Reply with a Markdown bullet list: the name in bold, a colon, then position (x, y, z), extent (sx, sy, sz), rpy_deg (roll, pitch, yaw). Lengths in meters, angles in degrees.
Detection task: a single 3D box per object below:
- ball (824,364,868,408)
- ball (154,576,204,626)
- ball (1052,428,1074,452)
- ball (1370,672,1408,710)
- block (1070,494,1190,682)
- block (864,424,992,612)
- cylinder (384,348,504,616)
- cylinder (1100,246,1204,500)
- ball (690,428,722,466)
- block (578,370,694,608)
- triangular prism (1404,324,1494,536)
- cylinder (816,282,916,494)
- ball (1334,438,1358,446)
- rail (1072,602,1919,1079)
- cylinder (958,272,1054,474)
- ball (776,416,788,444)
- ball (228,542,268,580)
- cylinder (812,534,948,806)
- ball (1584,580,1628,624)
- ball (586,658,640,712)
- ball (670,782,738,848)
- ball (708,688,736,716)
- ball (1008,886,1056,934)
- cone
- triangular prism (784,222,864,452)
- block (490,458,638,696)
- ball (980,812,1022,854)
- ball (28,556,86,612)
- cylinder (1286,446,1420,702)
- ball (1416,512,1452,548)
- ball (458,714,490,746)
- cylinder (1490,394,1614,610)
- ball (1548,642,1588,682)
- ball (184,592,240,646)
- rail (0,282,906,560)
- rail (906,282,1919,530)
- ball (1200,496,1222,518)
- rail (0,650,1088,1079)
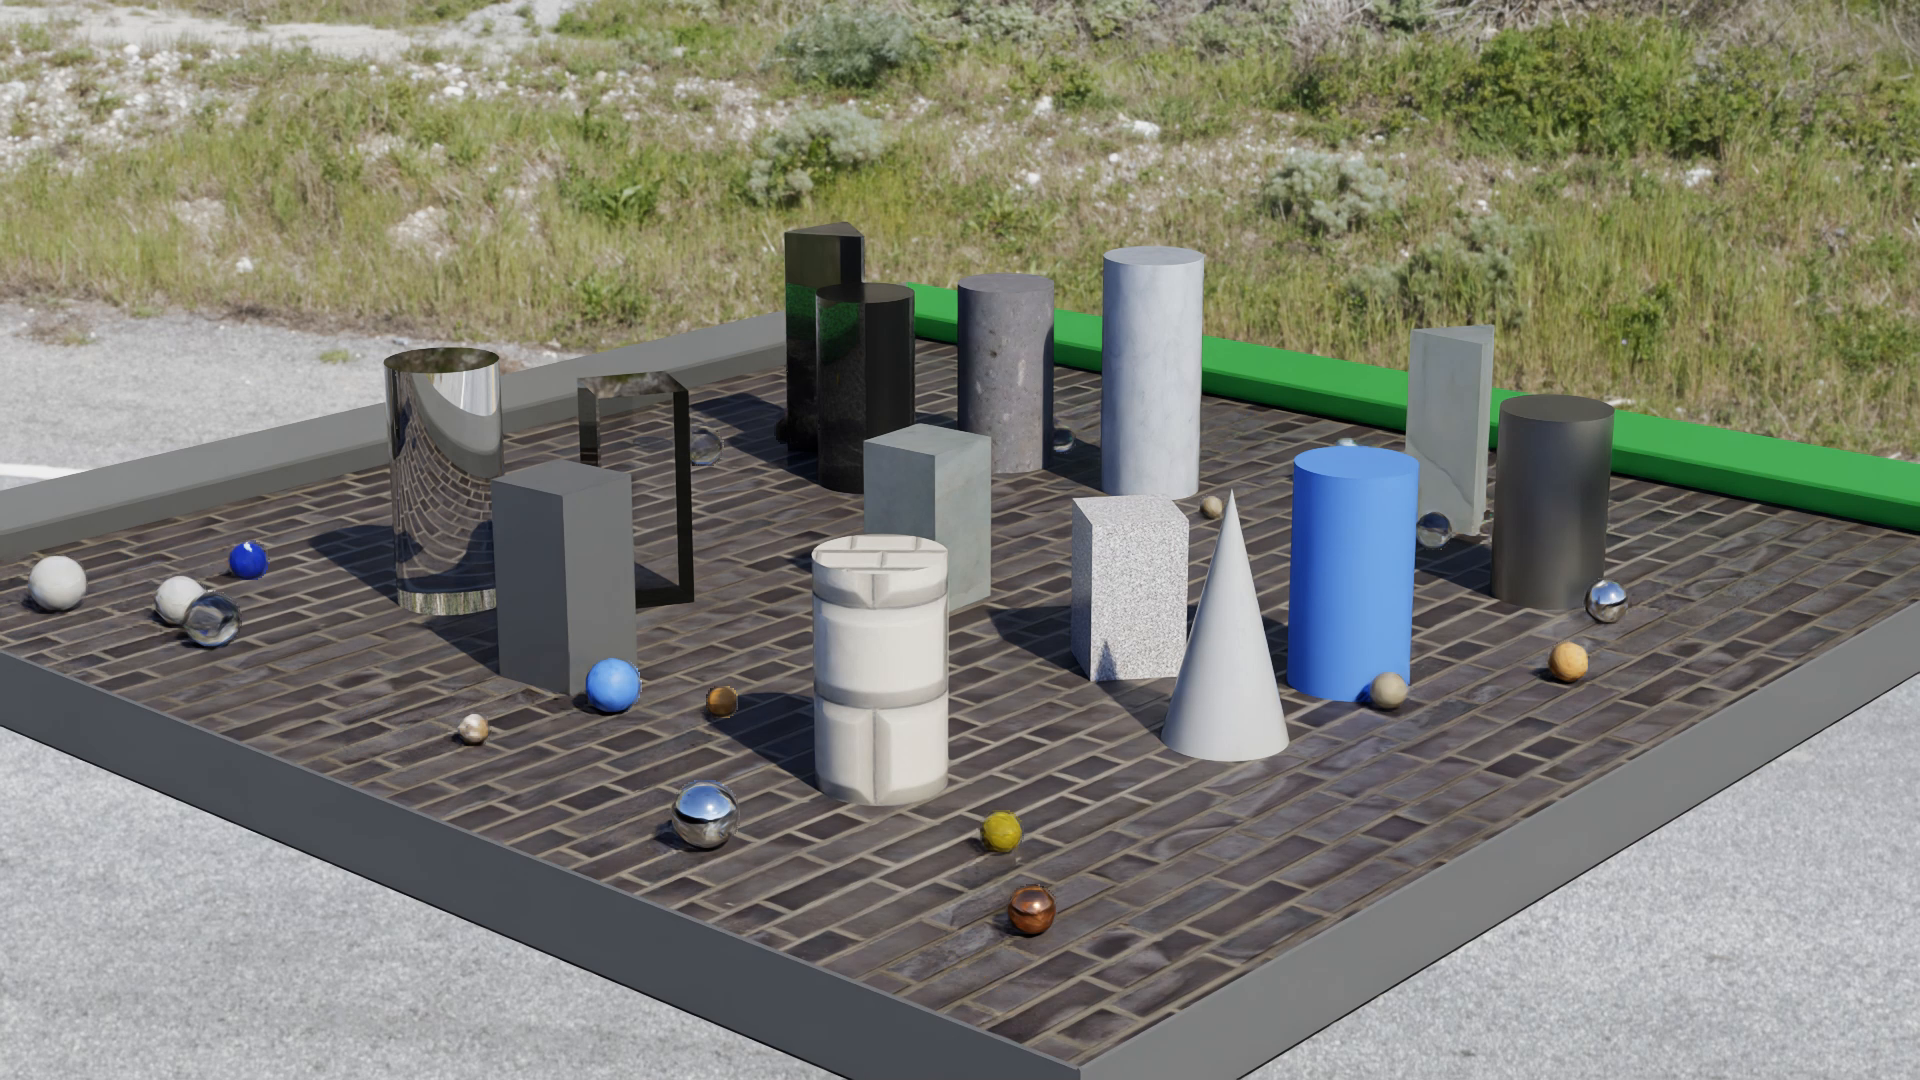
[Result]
- **ball**: position (-0.248, -0.337, 6.397), extent (0.098, 0.098, 0.098), rpy_deg (0, 17, 0)
- **ball**: position (-1.320, 0.103, 4.964), extent (0.084, 0.084, 0.084), rpy_deg (0, 17, 0)
- **ball**: position (0.208, -0.205, 6.024), extent (0.051, 0.051, 0.051), rpy_deg (0, 17, 0)
- **ball**: position (0.668, 0.234, 4.569), extent (0.059, 0.059, 0.059), rpy_deg (0, 17, 0)
- **block**: position (0.273, 0.076, 4.746), extent (0.156, 0.261, 0.156), rpy_deg (-3, 17, -9)
- **block**: position (-0.056, -0.036, 5.073), extent (0.156, 0.286, 0.156), rpy_deg (13, 21, 36)
- **cylinder**: position (-0.883, -0.103, 5.053), extent (0.195, 0.425, 0.195), rpy_deg (0, 17, 0)
- **cylinder**: position (0.374, -0.326, 5.724), extent (0.195, 0.465, 0.195), rpy_deg (0, 17, 0)
- **ball**: position (-0.521, -0.189, 5.942), extent (0.076, 0.076, 0.076), rpy_deg (0, 17, 0)
- **block**: position (-0.562, -0.086, 5.080), extent (0.156, 0.378, 0.156), rpy_deg (-6, 18, -20)
- **triangular prism**: position (0.953, -0.215, 5.526), extent (0.169, 0.367, 0.146), rpy_deg (16, 23, 42)
- **cylinder**: position (-0.185, -0.301, 5.784), extent (0.195, 0.382, 0.195), rpy_deg (0, 17, 0)
- **ball**: position (0.780, -0.176, 5.925), extent (0.061, 0.061, 0.061), rpy_deg (0, 17, 0)
- **rail**: position (1.074, 0.301, 4.227), extent (0.045, 0.127, 2.939), rpy_deg (14, 22, 39)
- **cylinder**: position (0.092, -0.339, 5.933), extent (0.195, 0.370, 0.195), rpy_deg (0, 17, 0)
- **ball**: position (-0.354, -0.229, 6.103), extent (0.057, 0.057, 0.057), rpy_deg (0, 17, 0)
- **ball**: position (-1.266, 0.037, 5.212), extent (0.066, 0.066, 0.066), rpy_deg (0, 17, 0)
- **cylinder**: position (-0.114, 0.185, 4.232), extent (0.195, 0.348, 0.195), rpy_deg (0, 17, 0)
- **ball**: position (1.097, 0.105, 4.974), extent (0.073, 0.073, 0.073), rpy_deg (0, 17, 0)
- **ball**: position (-0.540, 0.226, 4.554), extent (0.084, 0.084, 0.084), rpy_deg (0, 17, 0)
- **ball**: position (-0.352, 0.378, 4.034), extent (0.092, 0.092, 0.092), rpy_deg (0, 17, 0)
- **ball**: position (-0.368, 0.251, 4.538), extent (0.045, 0.045, 0.045), rpy_deg (0, 17, 0)
- **ball**: position (0.092, 0.476, 3.765), extent (0.061, 0.061, 0.061), rpy_deg (0, 17, 0)
- **cone**: position (0.402, 0.112, 4.394), extent (0.195, 0.394, 0.195), rpy_deg (0, 17, 0)
- **triangular prism**: position (-0.256, -0.418, 6.046), extent (0.169, 0.456, 0.146), rpy_deg (5, 17, 15)
- **block**: position (-0.632, 0.057, 4.688), extent (0.156, 0.329, 0.156), rpy_deg (12, 21, 35)
- **ball**: position (0.056, 0.401, 4.021), extent (0.057, 0.057, 0.057), rpy_deg (0, 17, 0)
- **ball**: position (-1.550, 0.074, 5.036), extent (0.096, 0.096, 0.096), rpy_deg (0, 17, 0)
- **cylinder**: position (0.621, 0.052, 4.647), extent (0.195, 0.363, 0.195), rpy_deg (0, 17, 0)
- **ball**: position (0.870, -0.018, 5.390), extent (0.068, 0.068, 0.068), rpy_deg (0, 17, 0)
- **ball**: position (-0.733, 0.286, 4.420), extent (0.046, 0.046, 0.046), rpy_deg (0, 17, 0)
- **cylinder**: position (1.027, -0.067, 5.093), extent (0.195, 0.334, 0.195), rpy_deg (0, 17, 0)
- **ball**: position (0.974, 0.195, 4.692), extent (0.063, 0.063, 0.063), rpy_deg (0, 17, 0)
- **ball**: position (-1.239, 0.132, 4.855), extent (0.090, 0.090, 0.090), rpy_deg (0, 17, 0)
- **rail**: position (-1.074, -0.238, 6.013), extent (0.045, 0.127, 2.939), rpy_deg (14, 22, 39)
- **rail**: position (0.948, -0.283, 6.165), extent (2.893, 0.127, 0.045), rpy_deg (14, 22, 39)
- **ball**: position (0.479, -0.062, 5.579), extent (0.043, 0.043, 0.043), rpy_deg (0, 17, 0)
- **rail**: position (-0.948, 0.347, 4.075), extent (2.893, 0.127, 0.045), rpy_deg (14, 22, 39)
